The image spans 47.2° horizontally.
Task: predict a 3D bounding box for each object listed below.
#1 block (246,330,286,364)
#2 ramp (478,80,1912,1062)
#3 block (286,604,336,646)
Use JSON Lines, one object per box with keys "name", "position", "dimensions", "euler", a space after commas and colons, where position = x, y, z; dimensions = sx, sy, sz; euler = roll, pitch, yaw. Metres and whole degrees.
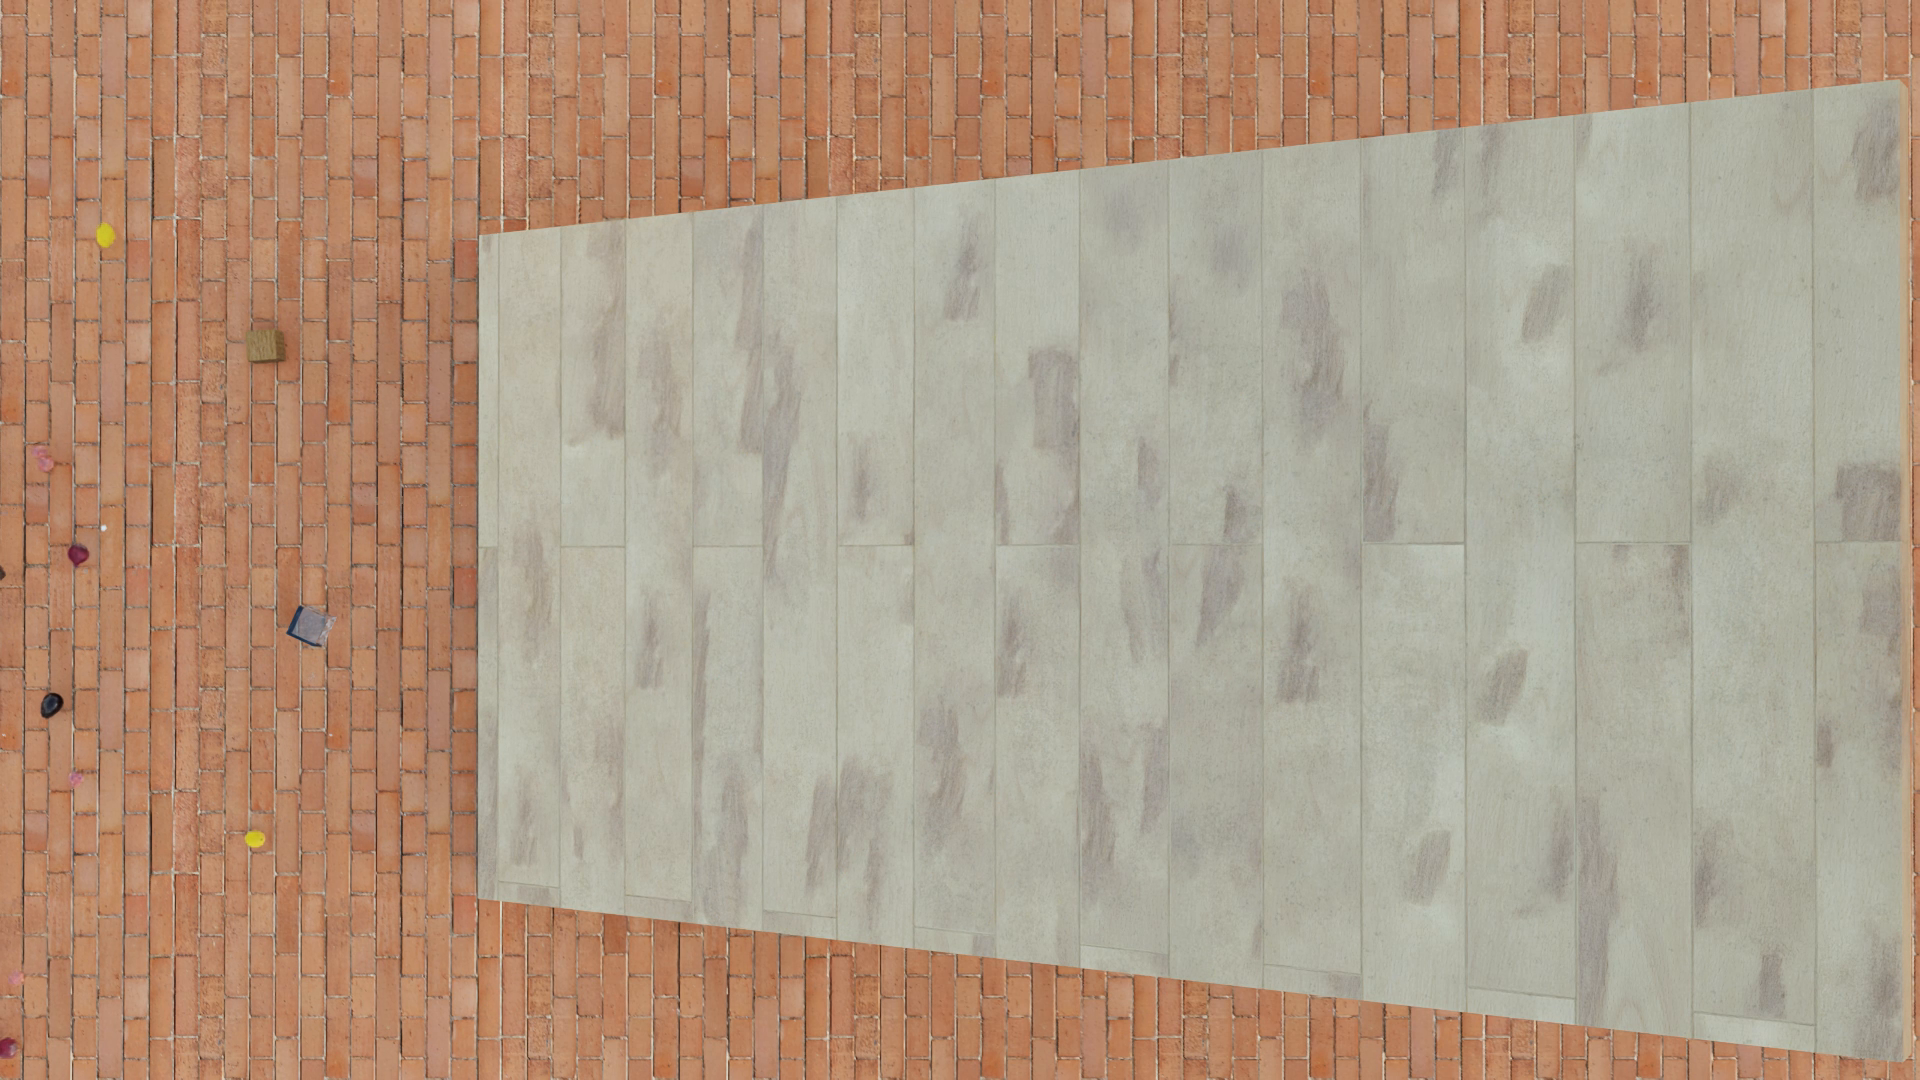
{"name": "block", "position": [-2.109, -0.587, 6.678], "dimensions": [0.090, 0.090, 0.090], "euler": [-5, 90, 0]}
{"name": "ramp", "position": [0.258, 0.071, 5.595], "dimensions": [4.000, 0.100, 2.000], "euler": [0, 89, 33]}
{"name": "block", "position": [-1.967, 0.260, 6.668], "dimensions": [0.095, 0.095, 0.095], "euler": [25, 90, 0]}
